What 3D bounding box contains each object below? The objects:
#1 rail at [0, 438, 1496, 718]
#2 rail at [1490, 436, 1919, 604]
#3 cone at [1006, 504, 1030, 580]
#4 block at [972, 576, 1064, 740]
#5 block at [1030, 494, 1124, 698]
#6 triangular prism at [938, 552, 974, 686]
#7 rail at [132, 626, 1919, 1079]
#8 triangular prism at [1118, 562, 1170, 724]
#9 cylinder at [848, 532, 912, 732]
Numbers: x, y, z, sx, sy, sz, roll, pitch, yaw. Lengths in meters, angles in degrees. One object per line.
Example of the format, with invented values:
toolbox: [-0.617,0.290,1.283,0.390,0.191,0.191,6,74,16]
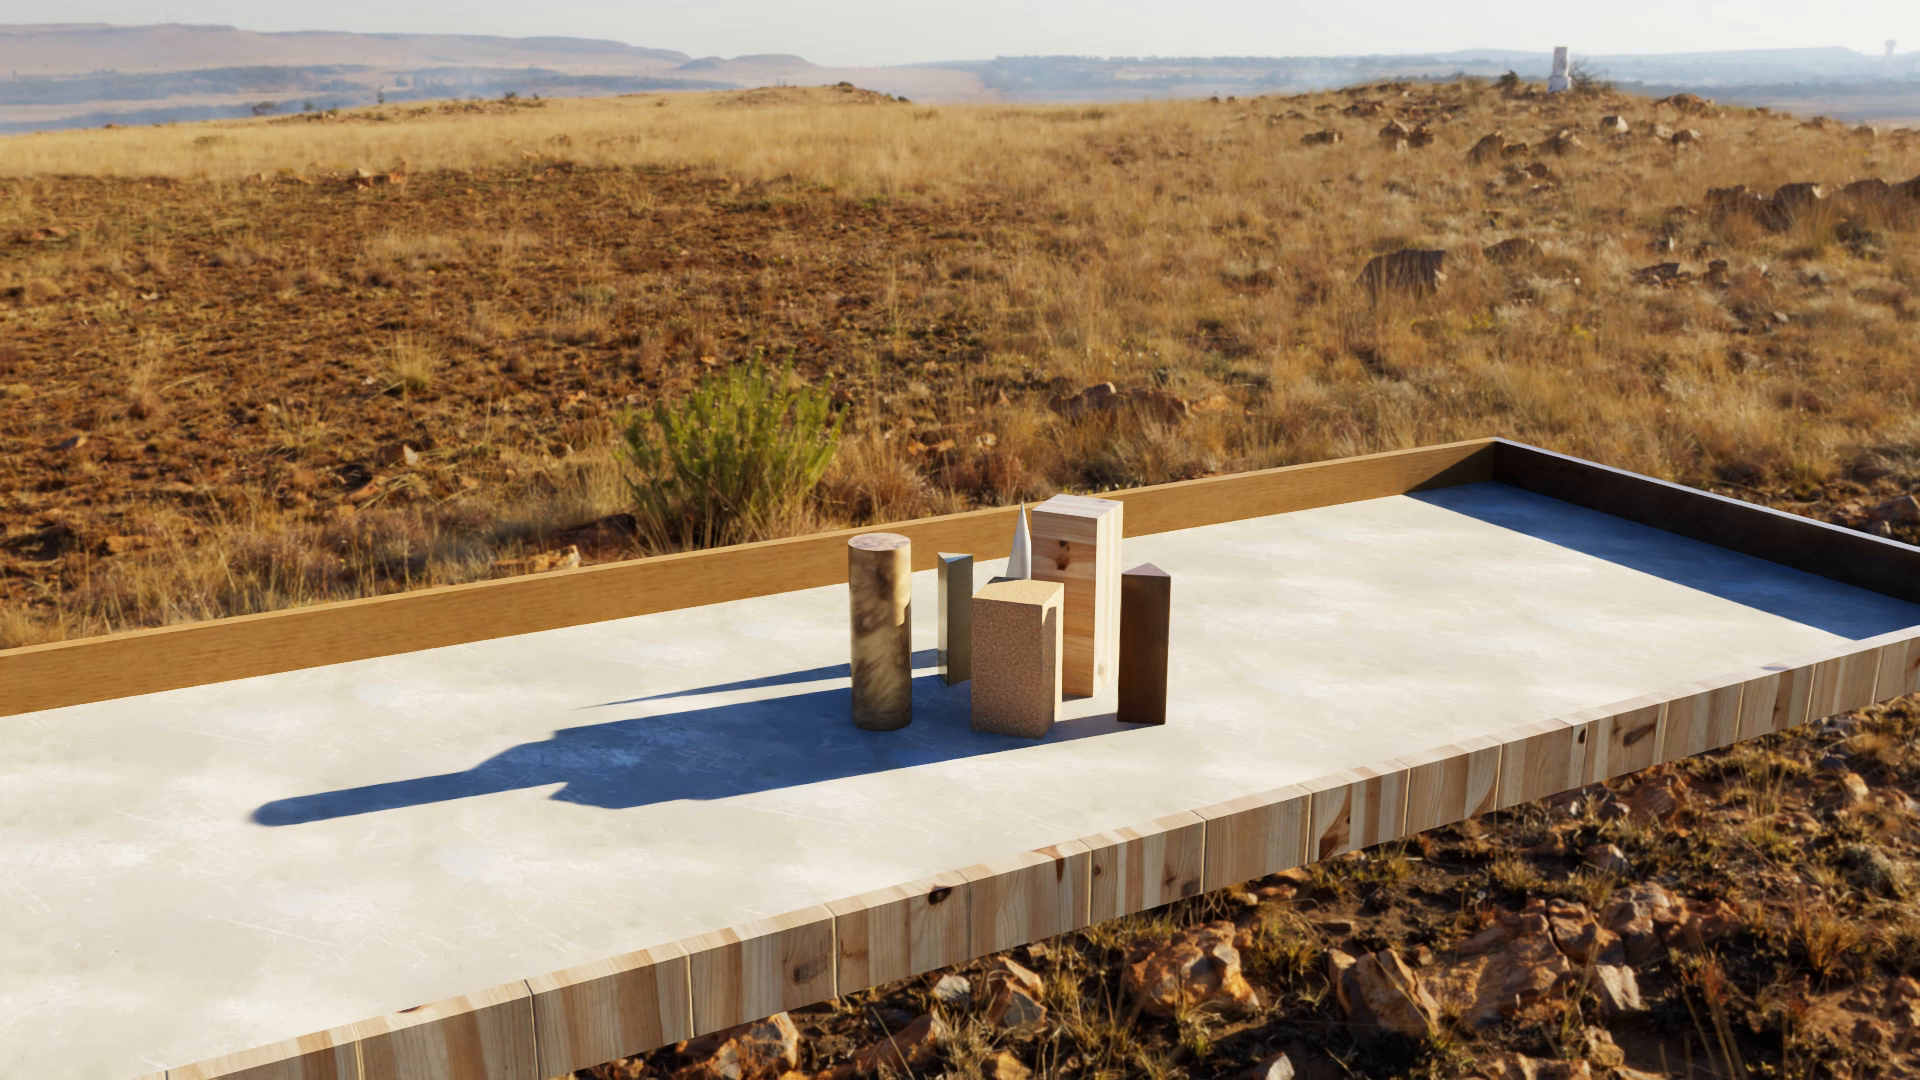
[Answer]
rail: [-3.305,0.497,3.399,12.000,0.150,0.050,-9,18,-27]
rail: [2.466,-0.048,5.253,0.050,0.150,2.100,-9,18,-27]
cone: [0.162,0.089,4.340,0.164,0.401,0.164,0,16,0]
block: [0.134,0.272,3.849,0.170,0.326,0.170,6,17,19]
block: [0.287,0.135,4.087,0.171,0.456,0.171,8,18,25]
triangular prism: [-0.026,0.193,4.124,0.078,0.323,0.089,15,22,42]
rail: [-2.336,1.006,1.665,12.000,0.150,0.050,-9,18,-27]
triangular prism: [0.436,0.242,3.882,0.112,0.366,0.097,3,17,10]
cylinder: [-0.185,0.214,3.845,0.144,0.440,0.144,0,16,0]
